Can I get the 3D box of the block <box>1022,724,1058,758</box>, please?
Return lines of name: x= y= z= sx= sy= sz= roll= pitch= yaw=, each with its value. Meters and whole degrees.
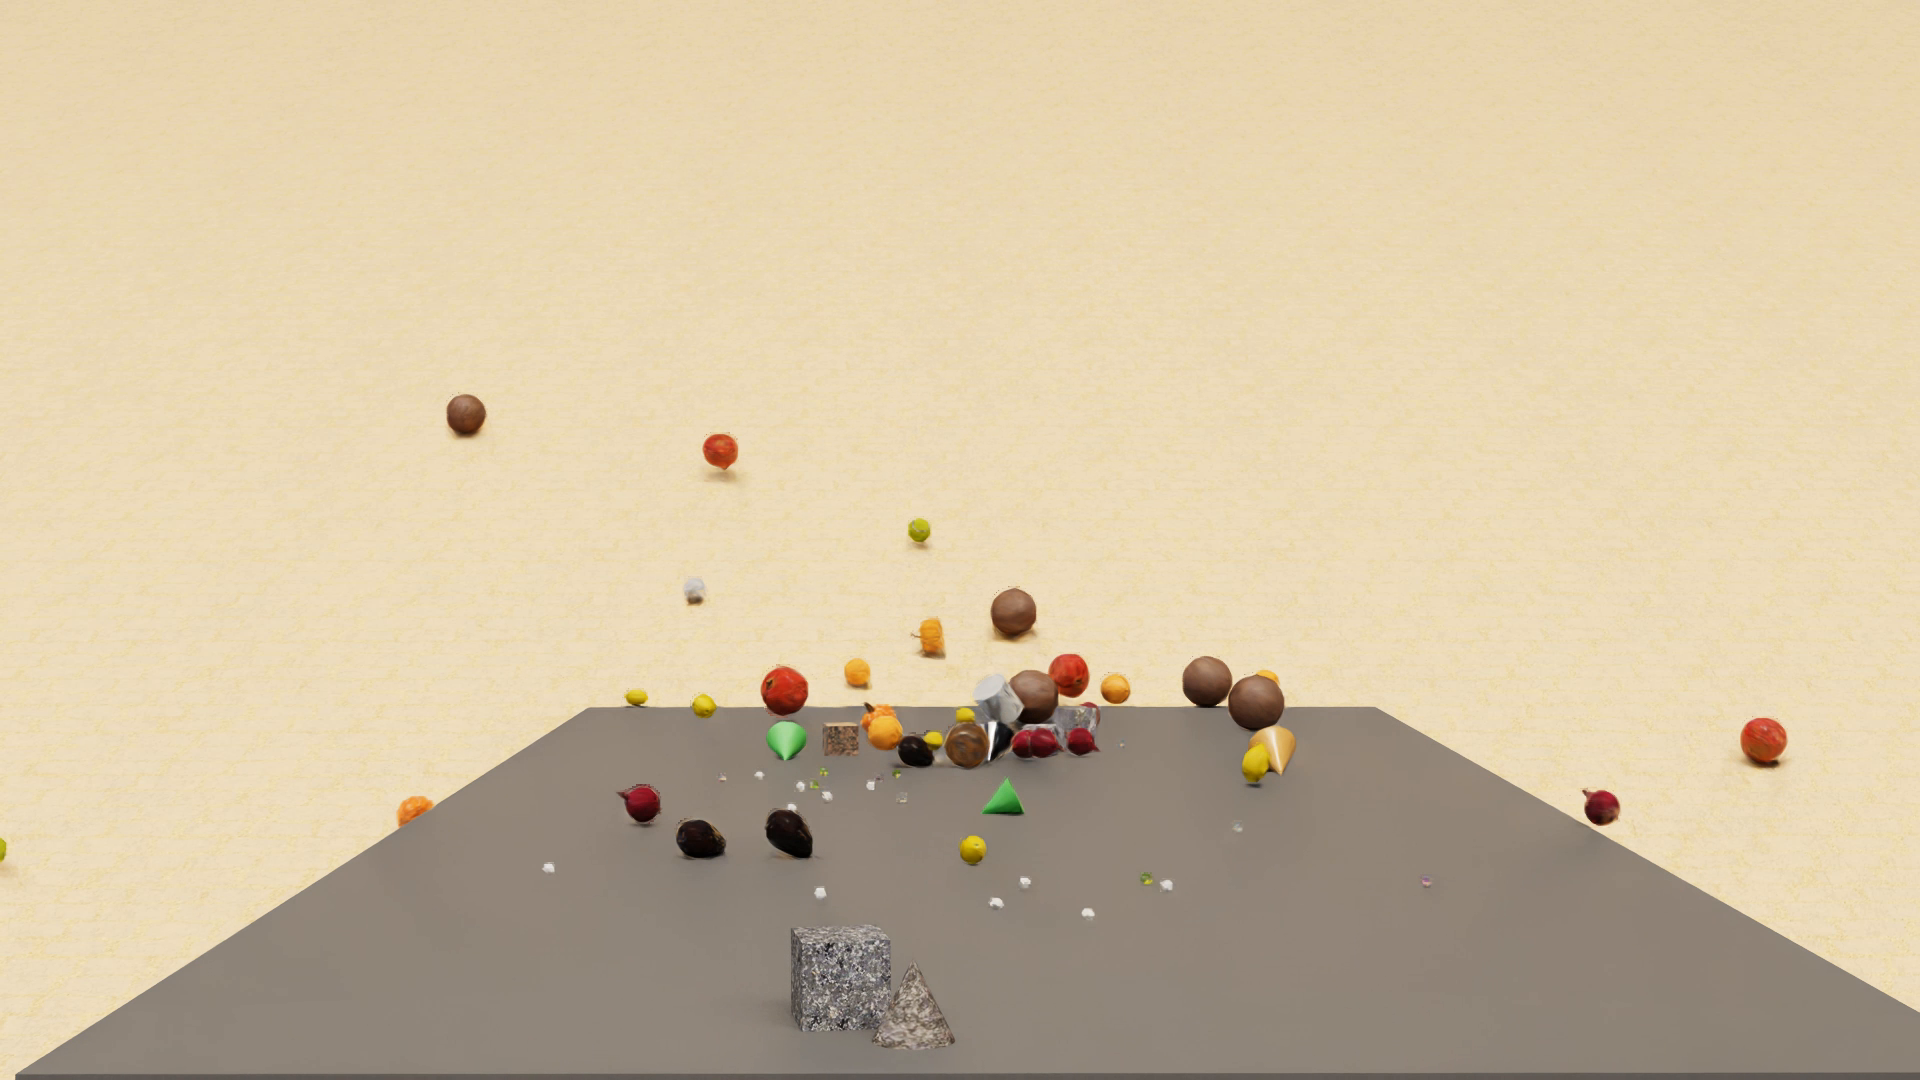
block: x=0.169 y=0.422 z=5.432 sx=0.064 sy=0.064 sz=0.064 roll=0 pitch=2 yaw=14

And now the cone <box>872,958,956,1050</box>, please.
cone: x=-0.049 y=0.482 z=2.711 sx=0.088 sy=0.088 sz=0.088 roll=0 pitch=2 yaw=0

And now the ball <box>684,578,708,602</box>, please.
ball: x=-0.748 y=0.141 z=7.285 sx=0.068 sy=0.068 sz=0.068 roll=0 pitch=26 yaw=0

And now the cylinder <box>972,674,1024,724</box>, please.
cylinder: x=0.088 y=0.373 z=5.986 sx=0.087 sy=0.087 sz=0.087 roll=-27 pitch=27 yaw=15

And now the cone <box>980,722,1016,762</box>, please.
cone: x=0.065 y=0.437 z=5.342 sx=0.089 sy=0.089 sz=0.089 roll=4 pitch=29 yaw=7

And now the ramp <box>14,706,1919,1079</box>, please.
ramp: x=0.058 y=0.527 z=4.565 sx=2.000 sy=0.100 sz=4.000 roll=0 pitch=2 yaw=0

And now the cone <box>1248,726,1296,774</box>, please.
cone: x=0.631 y=0.439 z=5.141 sx=0.099 sy=0.099 sz=0.099 roll=-2 pitch=28 yaw=-4

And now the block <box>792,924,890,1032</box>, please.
block: x=-0.130 y=0.476 z=2.808 sx=0.096 sy=0.096 sz=0.096 roll=0 pitch=2 yaw=-11

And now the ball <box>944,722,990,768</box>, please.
ball: x=0.015 y=0.414 z=5.213 sx=0.092 sy=0.092 sz=0.092 roll=0 pitch=26 yaw=0

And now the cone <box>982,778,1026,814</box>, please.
cone: x=0.067 y=0.463 z=4.509 sx=0.070 sy=0.070 sz=0.070 roll=-27 pitch=28 yaw=2

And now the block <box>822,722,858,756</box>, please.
block: x=-0.253 y=0.422 z=5.449 sx=0.064 sy=0.064 sz=0.064 roll=0 pitch=2 yaw=-13

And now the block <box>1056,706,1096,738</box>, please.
block: x=0.260 y=0.411 z=5.816 sx=0.065 sy=0.065 sz=0.065 roll=-1 pitch=2 yaw=-38
